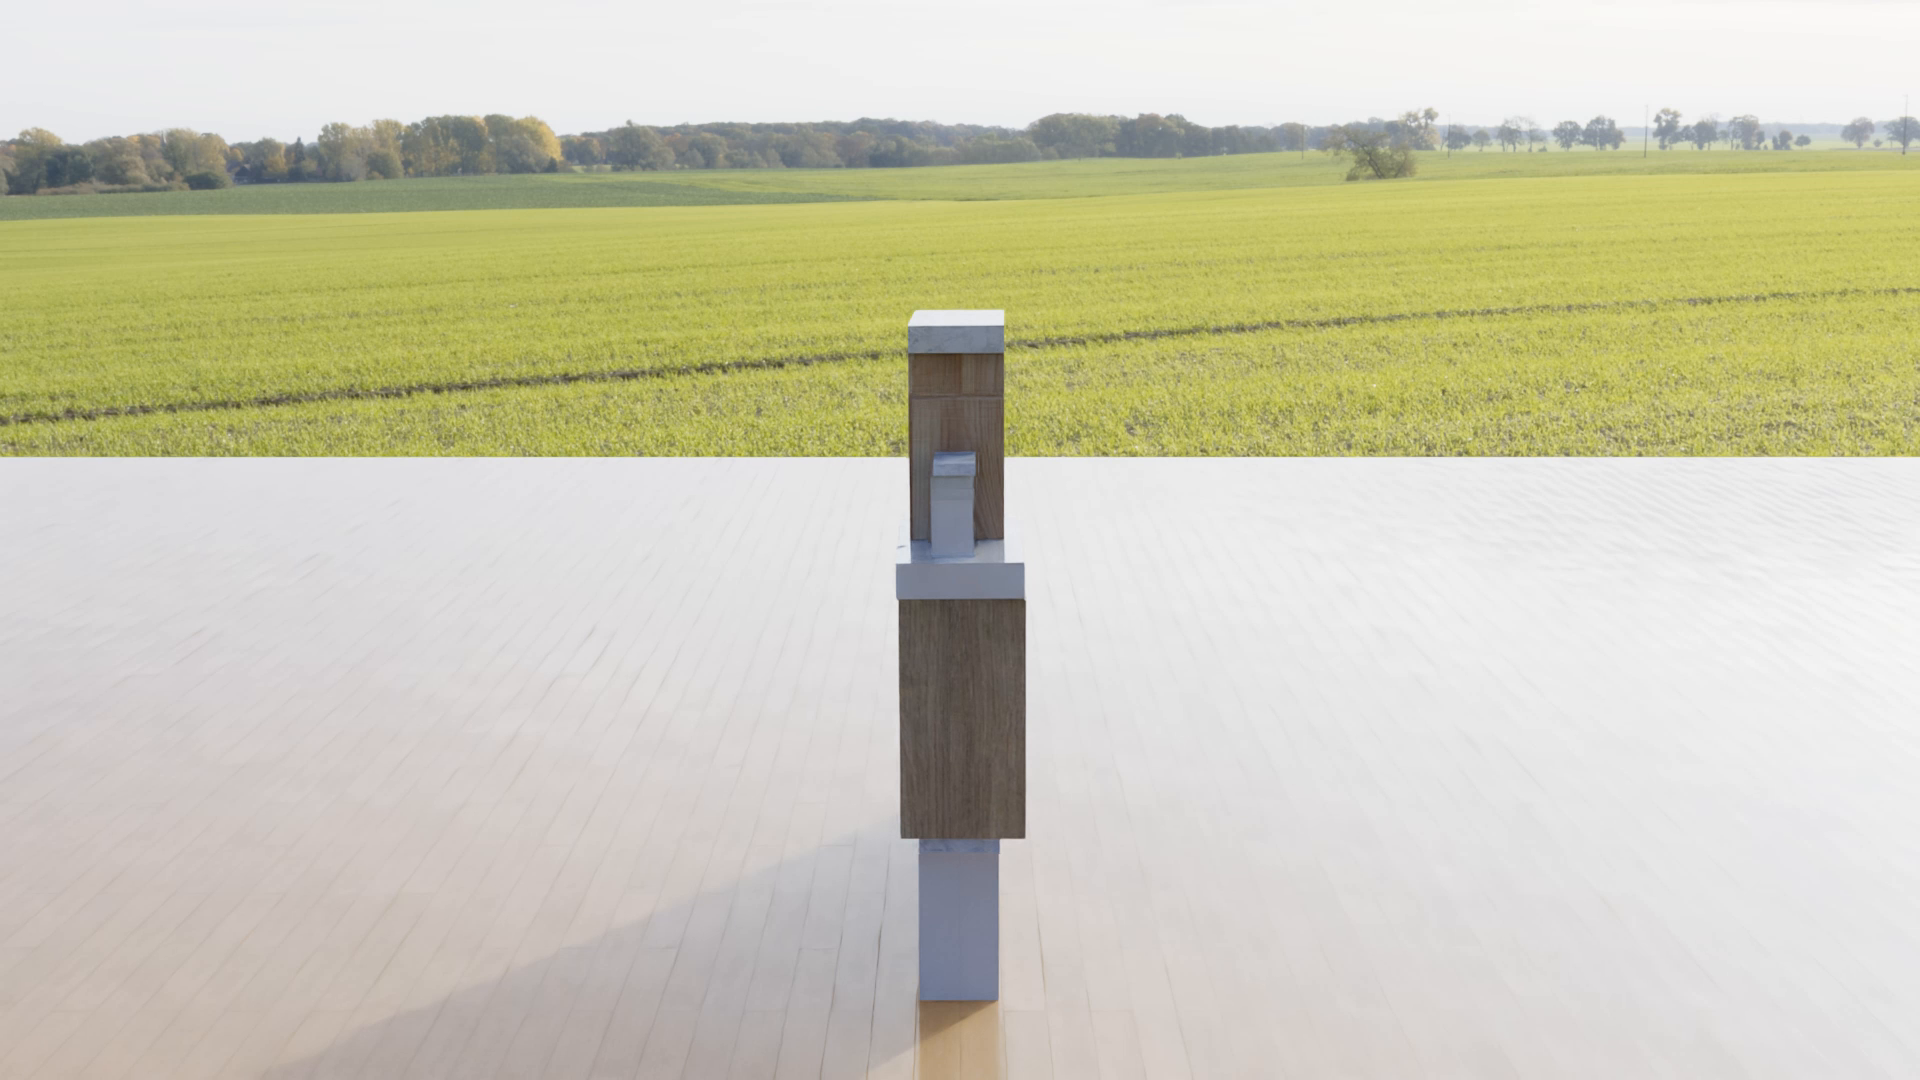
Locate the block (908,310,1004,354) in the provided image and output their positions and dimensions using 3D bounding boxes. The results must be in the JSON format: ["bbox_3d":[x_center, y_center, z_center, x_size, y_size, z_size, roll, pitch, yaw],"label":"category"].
[{"bbox_3d":[-0.003,-0.308,3.231,0.136,0.039,0.273,0,10,1],"label":"block"}]

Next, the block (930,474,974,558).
[{"bbox_3d":[-0.011,-0.034,3.039,0.058,0.116,0.016,-1,11,-1],"label":"block"}]

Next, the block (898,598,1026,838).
[{"bbox_3d":[0.004,0.244,3.106,0.177,0.355,0.050,0,11,0],"label":"block"}]

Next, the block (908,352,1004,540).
[{"bbox_3d":[-0.005,-0.138,3.170,0.136,0.273,0.039,0,11,0],"label":"block"}]

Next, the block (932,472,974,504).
[{"bbox_3d":[-0.009,-0.048,3.115,0.058,0.116,0.016,0,11,-1],"label":"block"}]

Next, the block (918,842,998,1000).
[{"bbox_3d":[-0.002,0.556,3.213,0.116,0.232,0.033,0,10,0],"label":"block"}]

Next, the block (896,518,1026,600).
[{"bbox_3d":[-0.001,0.024,3.184,0.177,0.050,0.355,0,11,0],"label":"block"}]

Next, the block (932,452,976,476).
[{"bbox_3d":[-0.007,-0.106,3.065,0.058,0.016,0.116,-1,10,1],"label":"block"}]

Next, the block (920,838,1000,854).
[{"bbox_3d":[-0.002,0.412,3.266,0.116,0.033,0.232,0,11,-1],"label":"block"}]
